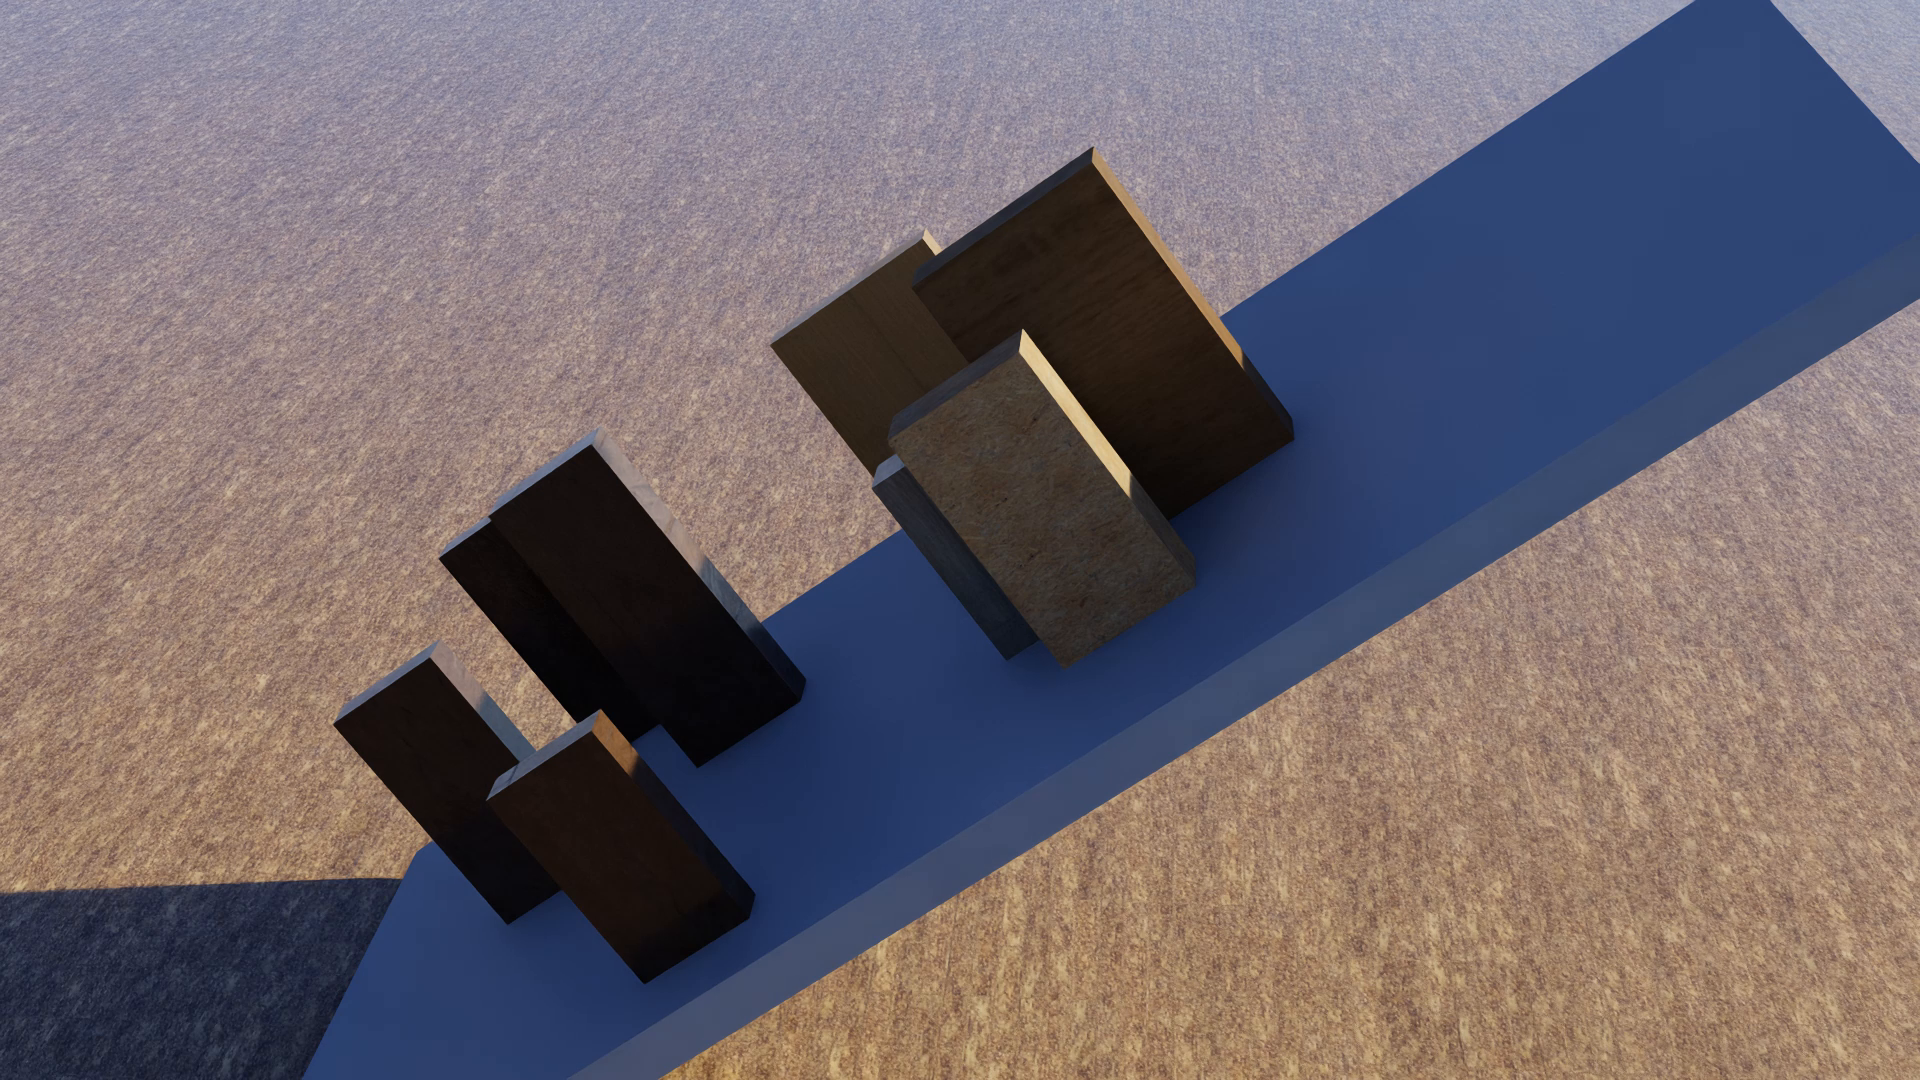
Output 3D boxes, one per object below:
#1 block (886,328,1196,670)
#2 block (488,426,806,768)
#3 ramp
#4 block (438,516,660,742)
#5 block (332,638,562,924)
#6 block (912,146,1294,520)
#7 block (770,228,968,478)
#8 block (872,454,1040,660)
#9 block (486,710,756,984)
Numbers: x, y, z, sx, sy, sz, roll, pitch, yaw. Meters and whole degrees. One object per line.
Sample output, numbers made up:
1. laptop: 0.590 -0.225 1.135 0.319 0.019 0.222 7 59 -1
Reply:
1. block: 0.162 -0.076 5.693 0.311 0.579 0.143 -33 16 16
2. block: -0.705 0.135 6.681 0.300 0.761 0.119 -33 16 16
3. ramp: 0.132 0.177 6.315 4.000 0.100 2.000 -33 16 16
4. block: -0.963 0.206 7.249 0.271 0.657 0.092 -33 16 16
5. block: -1.096 0.549 6.641 0.288 0.616 0.103 -33 16 16
6. block: 0.296 -0.381 6.019 0.447 0.711 0.127 -33 16 16
7. block: -0.072 -0.343 6.875 0.444 0.635 0.084 -33 16 16
8. block: 0.121 -0.057 5.952 0.394 0.460 0.129 -33 16 16
9. block: -0.659 0.602 5.746 0.264 0.492 0.098 -33 16 16
